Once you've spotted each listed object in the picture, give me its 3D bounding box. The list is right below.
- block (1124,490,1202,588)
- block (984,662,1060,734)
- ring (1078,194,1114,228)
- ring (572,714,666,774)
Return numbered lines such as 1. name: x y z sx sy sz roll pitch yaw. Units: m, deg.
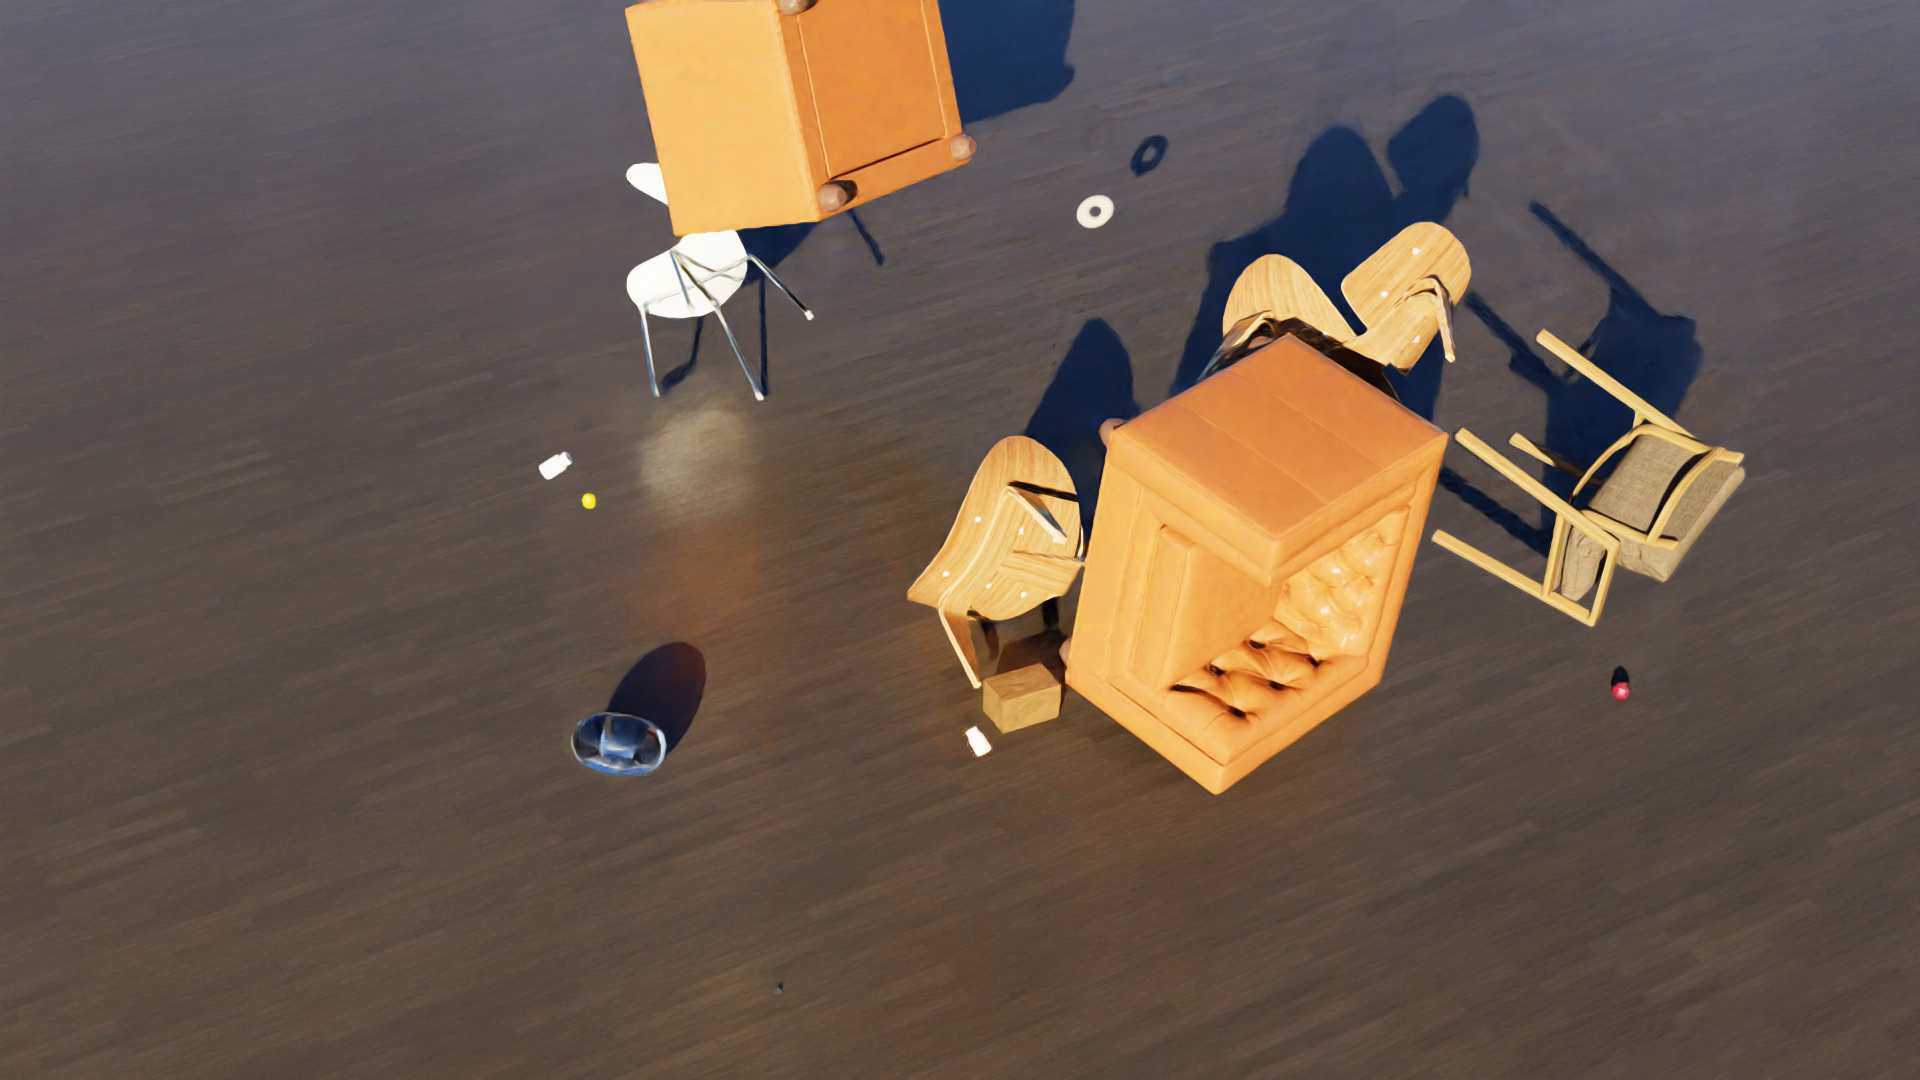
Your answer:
1. block: 0.739 -0.008 10.657 0.176 0.276 0.199 22 29 34
2. block: 0.212 0.539 10.003 0.218 0.135 0.143 -15 36 -22
3. ring: 0.550 -1.334 11.901 0.170 0.126 0.059 -27 4 31
4. ring: -1.127 0.674 9.686 0.314 0.280 0.145 10 66 -10
